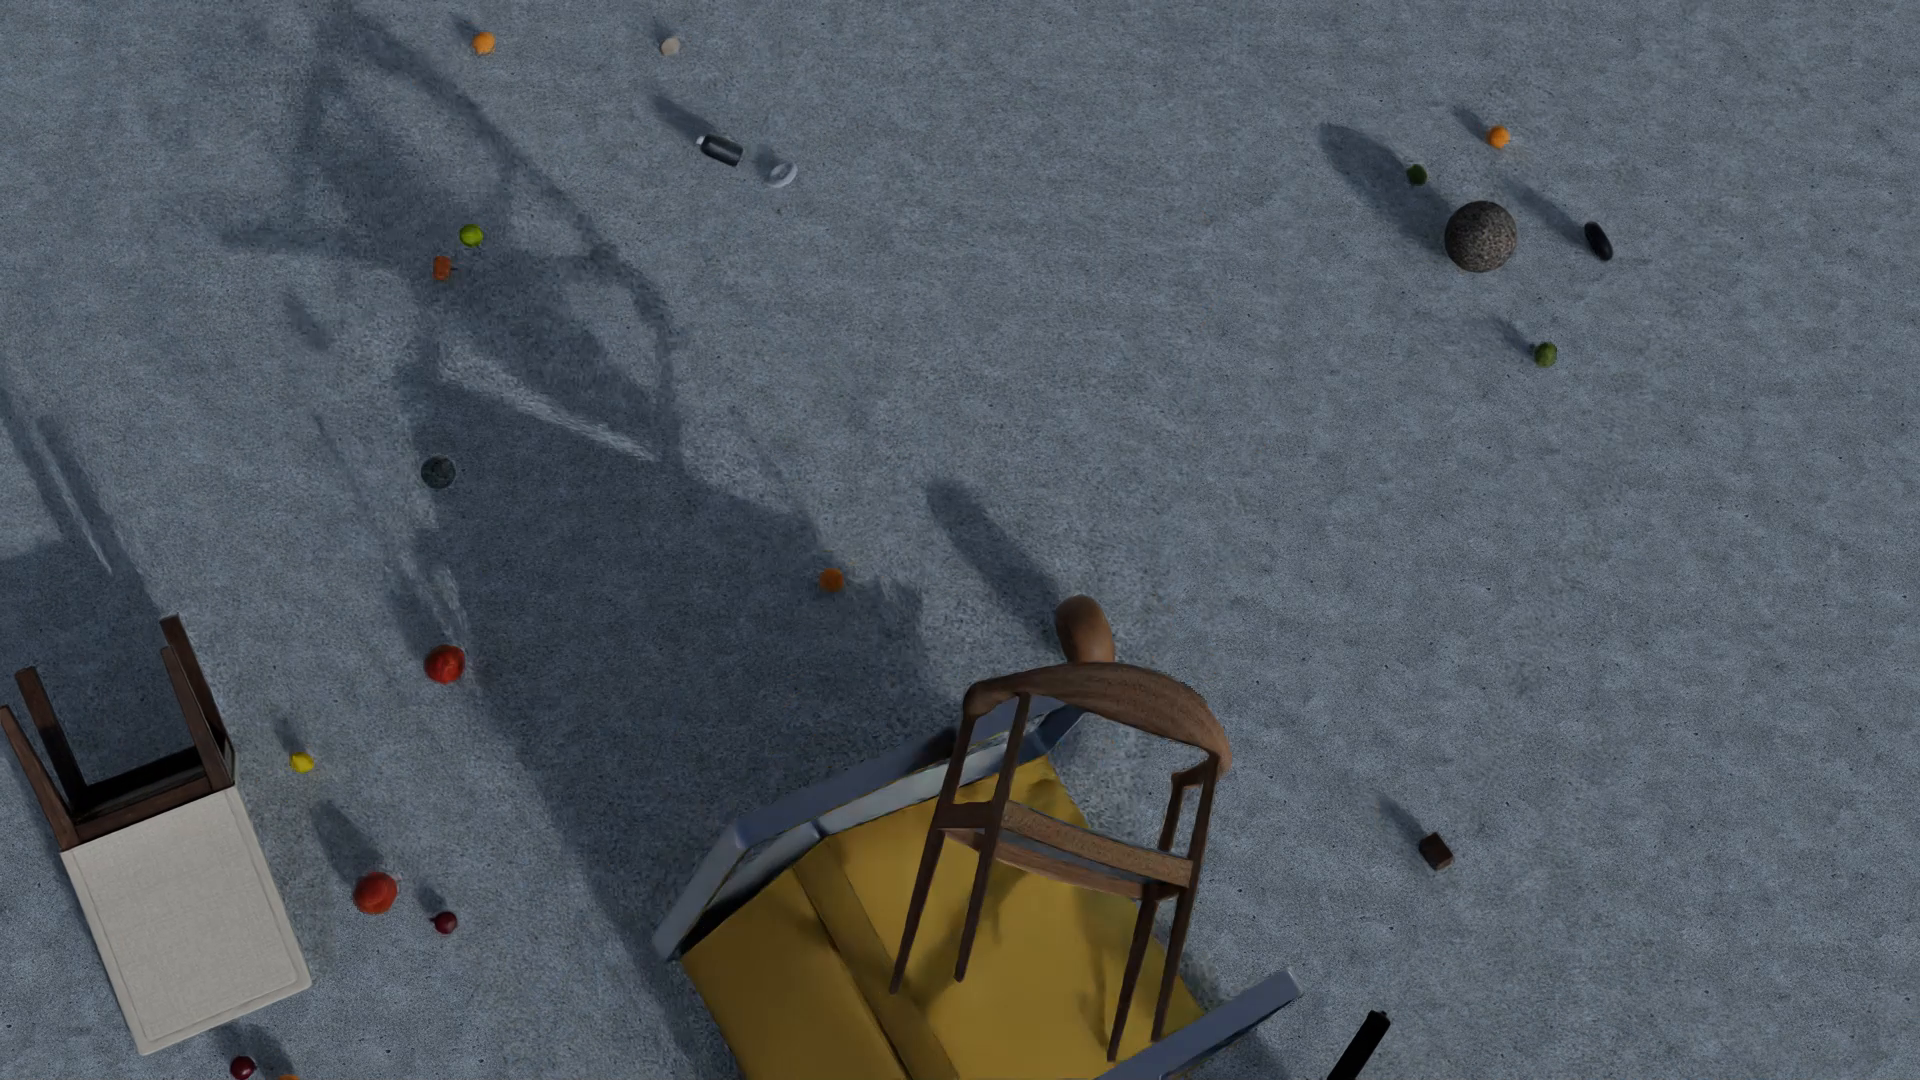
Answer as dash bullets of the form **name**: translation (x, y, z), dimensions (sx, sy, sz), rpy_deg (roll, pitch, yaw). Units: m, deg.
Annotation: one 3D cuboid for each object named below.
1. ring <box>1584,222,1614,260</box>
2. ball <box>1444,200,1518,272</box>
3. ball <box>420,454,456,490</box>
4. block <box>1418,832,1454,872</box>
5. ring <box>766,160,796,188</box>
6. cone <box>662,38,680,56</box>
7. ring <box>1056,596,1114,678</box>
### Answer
- **ring**: translation (2.078, -0.973, 7.151), dimensions (0.047, 0.137, 0.157), rpy_deg (-28, 35, 11)
- **ball**: translation (1.679, -0.978, 7.091), dimensions (0.231, 0.231, 0.231), rpy_deg (0, 56, 0)
- **ball**: translation (-1.503, -0.196, 6.329), dimensions (0.098, 0.098, 0.098), rpy_deg (0, 56, 0)
- **block**: translation (1.292, 0.848, 5.973), dimensions (0.050, 0.054, 0.081), rpy_deg (-25, 60, -14)
- **ring**: translation (-0.598, -1.225, 7.363), dimensions (0.116, 0.029, 0.089), rpy_deg (-39, 61, -3)
- **cone**: translation (-1.017, -1.737, 7.725), dimensions (0.071, 0.056, 0.041), rpy_deg (-36, 24, -2)
- **ring**: translation (0.356, 0.274, 6.254), dimensions (0.118, 0.231, 0.242), rpy_deg (-17, 70, -9)
